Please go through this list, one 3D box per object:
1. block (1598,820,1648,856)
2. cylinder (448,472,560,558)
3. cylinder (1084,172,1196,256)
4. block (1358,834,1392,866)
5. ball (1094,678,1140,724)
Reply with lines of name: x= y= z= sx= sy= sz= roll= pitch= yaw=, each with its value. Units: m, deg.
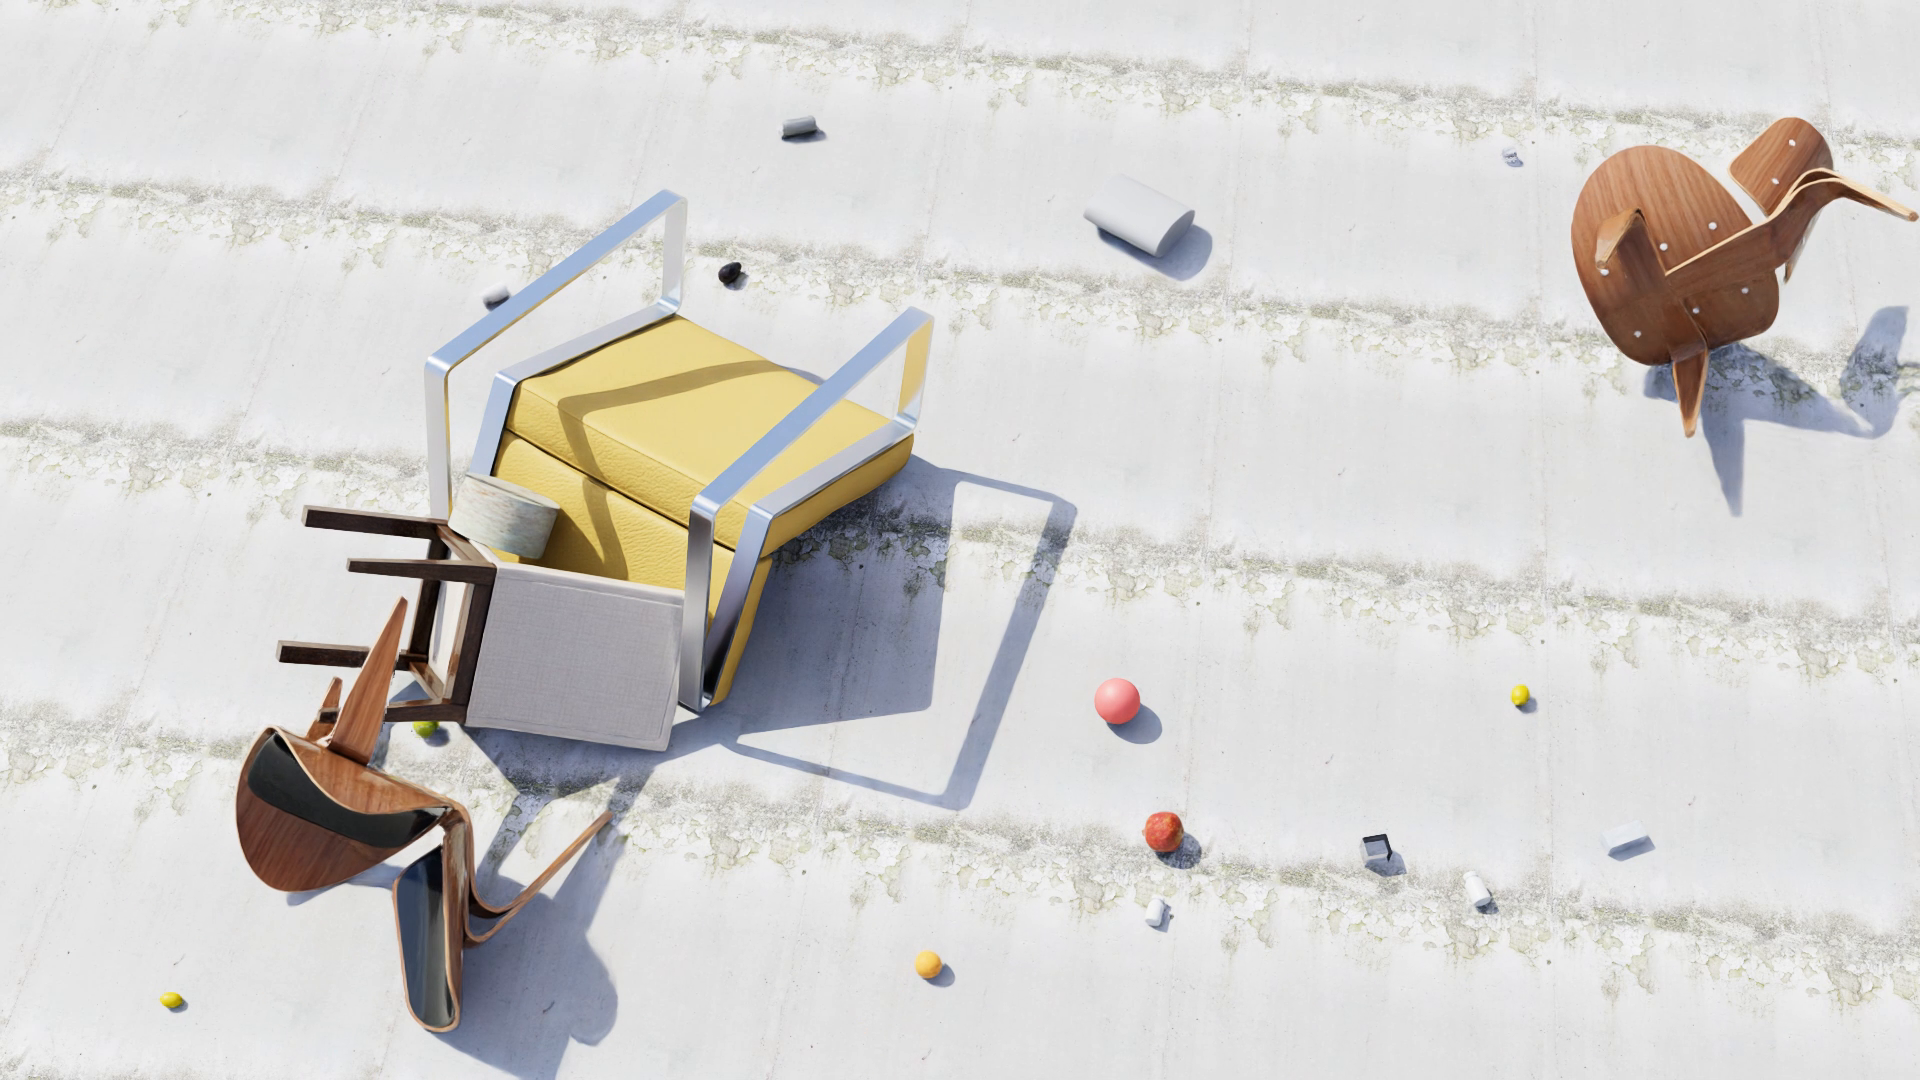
block: x=1.809 y=0.812 z=6.003 sx=0.113 sy=0.044 sz=0.049 roll=-17 pitch=58 yaw=-11
cylinder: x=-1.276 y=-0.069 z=6.155 sx=0.276 sy=0.230 sz=0.150 roll=21 pitch=97 yaw=-3
cylinder: x=0.589 y=-1.067 z=7.207 sx=0.279 sy=0.131 sz=0.250 roll=31 pitch=50 yaw=19
block: x=1.128 y=0.842 z=5.969 sx=0.068 sy=0.066 sz=0.058 roll=-9 pitch=57 yaw=-6
ball: x=0.443 y=0.453 z=6.192 sx=0.130 sy=0.130 sz=0.130 roll=0 pitch=56 yaw=0
